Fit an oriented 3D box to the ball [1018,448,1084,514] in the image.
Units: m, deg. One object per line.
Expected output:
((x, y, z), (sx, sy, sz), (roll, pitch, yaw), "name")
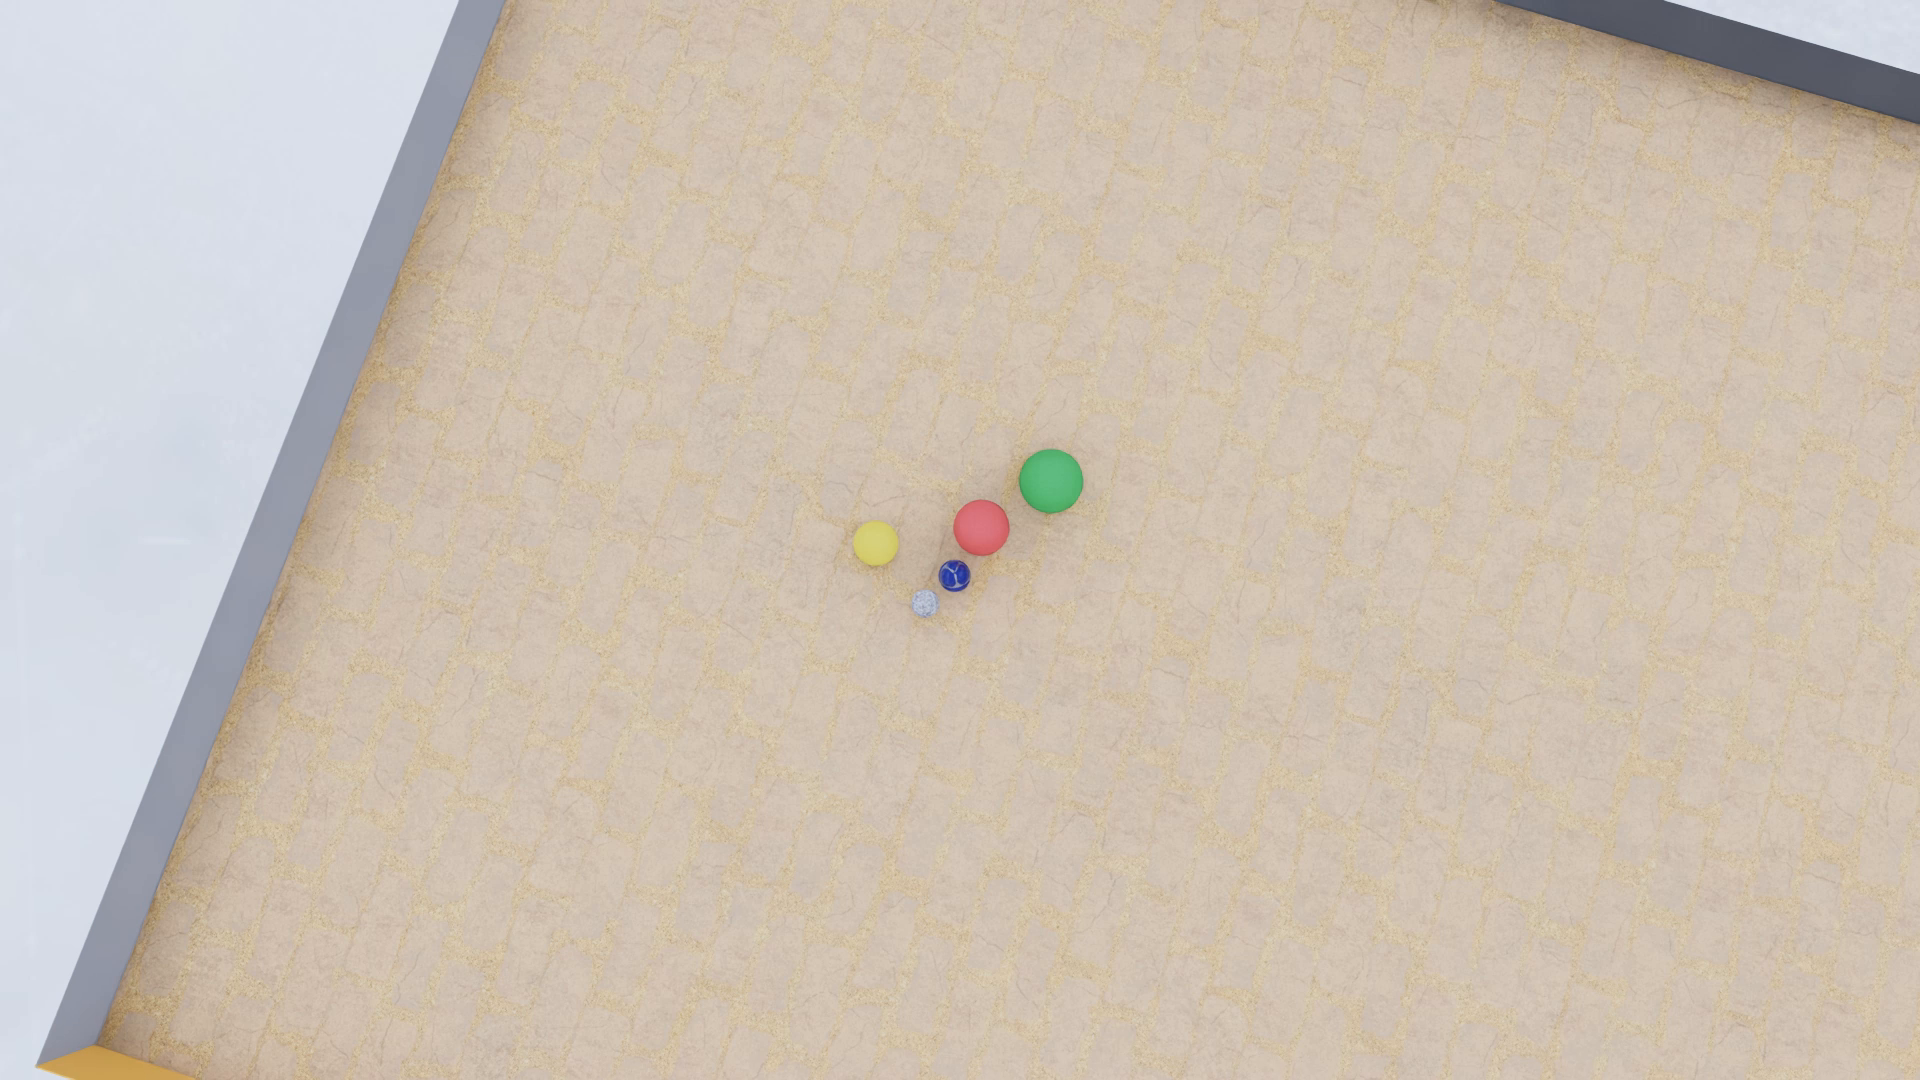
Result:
((0.137, -0.089, 3.314), (0.097, 0.097, 0.097), (0, 78, 0), "ball")

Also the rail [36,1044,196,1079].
((0.609, 1.314, 2.995), (3.965, 0.126, 0.045), (17, 78, 4), "rail")

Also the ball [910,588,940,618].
((-0.052, 0.095, 3.302), (0.043, 0.043, 0.043), (0, 78, 0), "ball")

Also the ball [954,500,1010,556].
((0.032, -0.018, 3.305), (0.085, 0.085, 0.085), (0, 78, 0), "ball")

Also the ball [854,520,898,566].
((-0.126, 0.005, 3.308), (0.069, 0.069, 0.069), (0, 78, 0), "ball")

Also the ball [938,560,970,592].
((-0.008, 0.054, 3.308), (0.049, 0.049, 0.049), (0, 78, 0), "ball")

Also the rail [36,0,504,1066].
((-0.922, -0.294, 3.342), (0.045, 0.126, 2.250), (17, 78, 4), "rail")

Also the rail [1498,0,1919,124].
((1.280, -0.737, 3.438), (3.965, 0.126, 0.045), (17, 78, 4), "rail")
